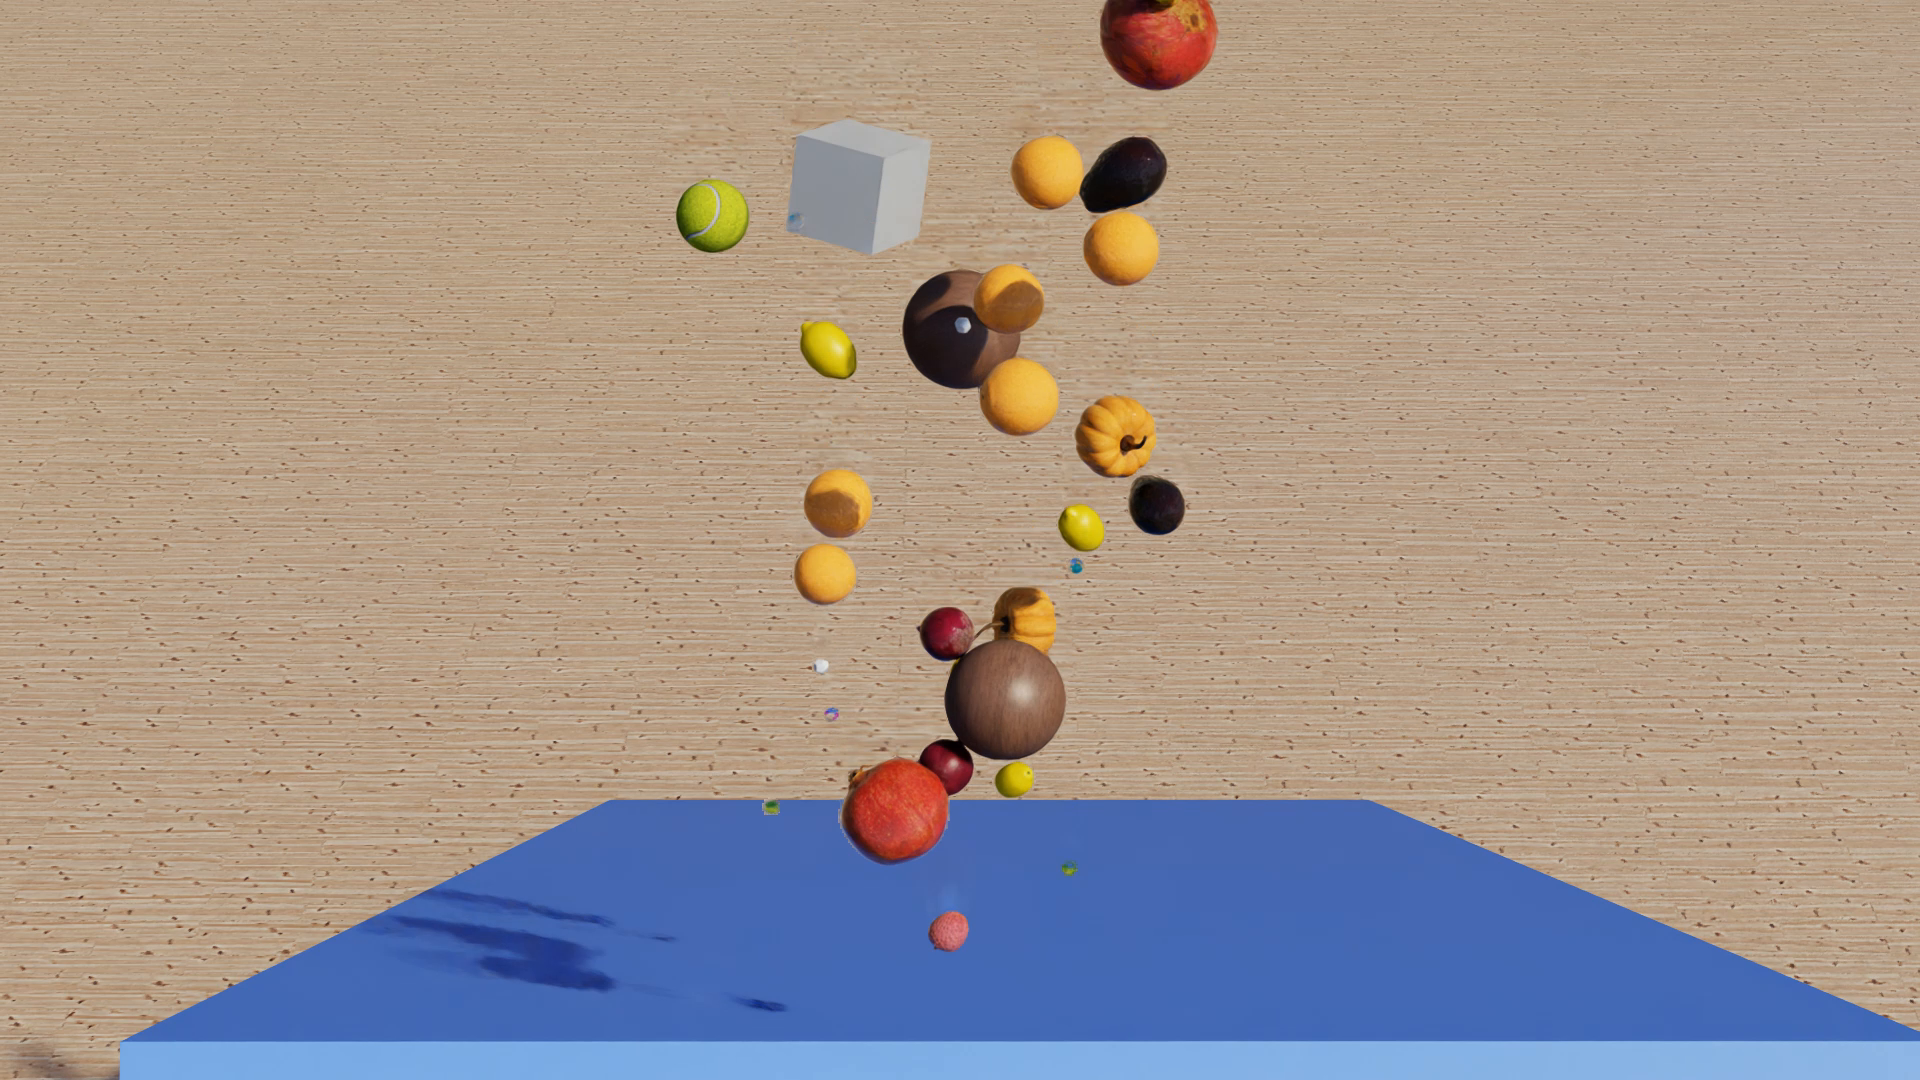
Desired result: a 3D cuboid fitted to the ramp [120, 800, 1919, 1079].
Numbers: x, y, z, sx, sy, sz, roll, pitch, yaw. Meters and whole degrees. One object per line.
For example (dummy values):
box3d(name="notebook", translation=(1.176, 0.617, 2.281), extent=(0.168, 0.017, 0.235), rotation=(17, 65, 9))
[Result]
box3d(name="ramp", translation=(0.078, 0.667, 4.848), extent=(2.000, 0.100, 4.000), rotation=(0, -2, 0))

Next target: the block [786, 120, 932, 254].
box3d(name="block", translation=(-0.102, -0.356, 2.613), extent=(0.100, 0.100, 0.100), rotation=(18, 25, 22))
